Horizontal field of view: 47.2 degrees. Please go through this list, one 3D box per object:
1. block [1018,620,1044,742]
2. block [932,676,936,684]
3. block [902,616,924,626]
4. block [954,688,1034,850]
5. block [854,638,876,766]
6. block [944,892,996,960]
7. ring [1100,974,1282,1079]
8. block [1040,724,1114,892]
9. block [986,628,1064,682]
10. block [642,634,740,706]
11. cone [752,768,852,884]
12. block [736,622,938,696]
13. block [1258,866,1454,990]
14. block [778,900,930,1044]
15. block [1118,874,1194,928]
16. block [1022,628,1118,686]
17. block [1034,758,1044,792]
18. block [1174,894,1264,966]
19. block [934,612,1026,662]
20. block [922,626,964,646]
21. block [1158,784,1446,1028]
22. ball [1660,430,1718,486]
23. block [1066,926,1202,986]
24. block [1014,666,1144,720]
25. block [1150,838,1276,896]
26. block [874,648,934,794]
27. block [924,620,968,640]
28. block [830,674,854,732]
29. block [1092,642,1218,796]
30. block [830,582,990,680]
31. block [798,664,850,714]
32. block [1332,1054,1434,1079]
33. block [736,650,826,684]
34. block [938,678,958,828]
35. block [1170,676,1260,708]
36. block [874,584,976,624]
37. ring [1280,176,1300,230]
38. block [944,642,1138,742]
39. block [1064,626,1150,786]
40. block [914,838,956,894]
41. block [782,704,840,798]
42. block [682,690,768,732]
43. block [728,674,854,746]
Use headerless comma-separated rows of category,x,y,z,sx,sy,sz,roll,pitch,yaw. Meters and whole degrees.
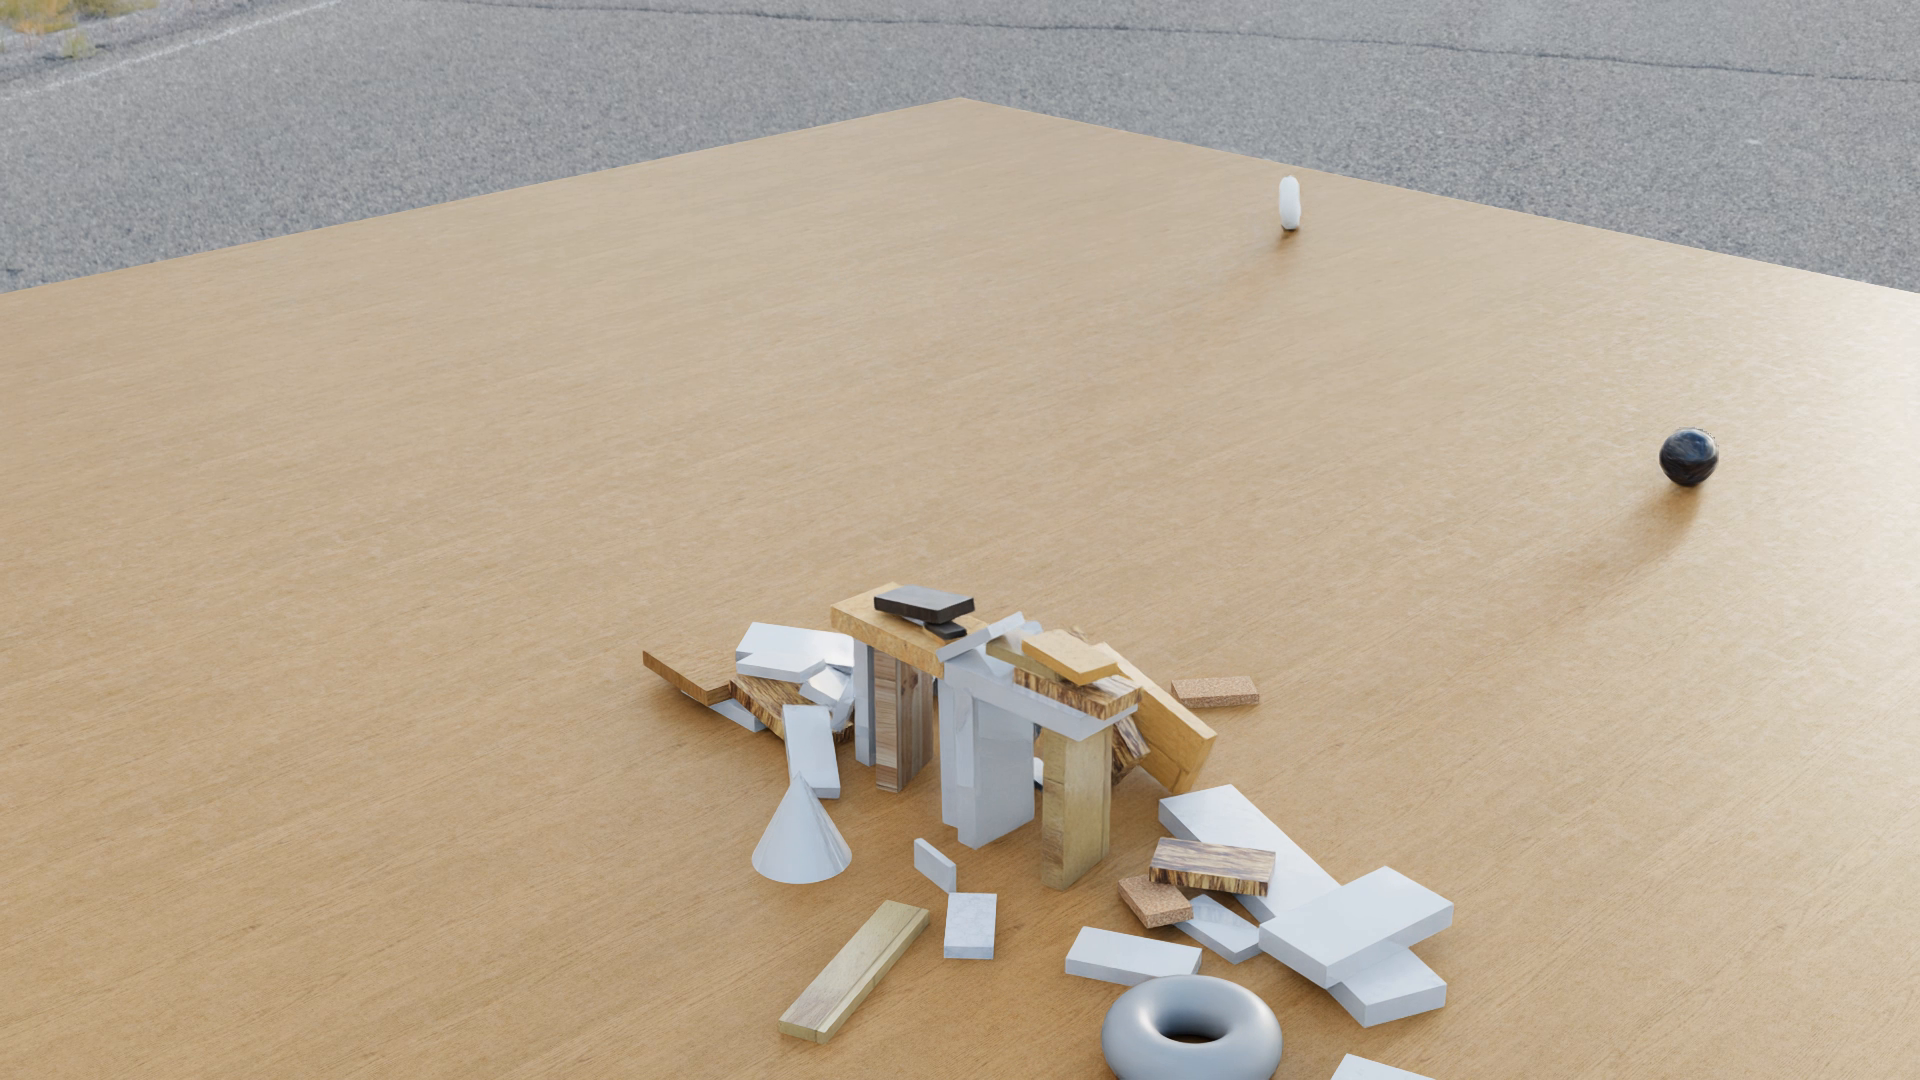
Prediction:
block,0.130,0.319,4.571,0.043,0.306,0.153,-11,57,-26
block,-0.126,0.271,4.914,0.155,0.044,0.310,8,25,10
block,-0.074,0.151,4.369,0.047,0.013,0.094,-15,18,-28
block,0.070,0.421,4.330,0.048,0.340,0.170,19,30,41
block,-0.149,0.309,4.636,0.155,0.310,0.044,-20,30,-39
block,0.020,0.710,4.054,0.090,0.025,0.179,1,23,3
ring,0.387,0.833,3.670,0.303,0.101,0.303,-1,22,0
block,0.224,0.480,4.193,0.048,0.340,0.170,15,27,32
block,0.144,0.215,4.145,0.177,0.025,0.089,19,29,37
block,-0.584,0.290,4.931,0.133,0.038,0.266,-18,29,-35
cone,-0.309,0.530,4.262,0.196,0.196,0.196,0,23,0
block,-0.192,0.278,4.998,0.616,0.044,0.155,7,24,7
block,0.712,0.692,3.951,0.328,0.047,0.164,-17,28,-34
block,-0.183,0.765,3.925,0.090,0.025,0.417,10,25,22
block,0.363,0.670,4.101,0.090,0.025,0.180,-10,14,-11
block,0.203,0.216,4.078,0.089,0.025,0.177,-15,27,-32
block,0.169,0.491,4.581,0.060,0.017,0.120,-14,27,-30
block,0.476,0.715,4.043,0.090,0.025,0.180,-16,28,-34
block,0.038,0.185,4.180,0.089,0.025,0.178,-24,-2,-39
block,-0.032,0.185,4.314,0.047,0.013,0.094,-14,26,-29
block,0.623,0.668,4.127,0.164,0.047,0.765,-9,25,-21
ball,2.022,-0.229,6.102,0.156,0.156,0.156,0,23,0
block,0.312,0.755,3.942,0.222,0.031,0.111,8,24,18
block,0.219,0.268,4.095,0.222,0.031,0.111,21,31,39
block,0.477,0.616,4.151,0.222,0.031,0.111,5,24,15
block,-0.115,0.332,4.543,0.048,0.339,0.170,10,25,23
block,-0.028,0.173,4.288,0.047,0.013,0.094,-12,17,-24
block,-0.221,0.309,4.694,0.028,0.097,0.194,24,46,3
block,0.374,0.371,4.561,0.324,0.153,0.043,39,33,29
block,-0.086,0.179,4.407,0.170,0.048,0.339,-20,30,-39
block,-0.280,0.329,4.831,0.102,0.029,0.203,29,12,6
block,0.704,0.901,3.604,0.179,0.025,0.090,12,26,26
block,-0.392,0.276,4.808,0.179,0.025,0.090,6,21,34
block,0.032,0.390,4.406,0.048,0.339,0.170,15,27,36
block,0.570,0.341,4.925,0.180,0.026,0.090,-3,23,-7
block,-0.072,0.127,4.377,0.097,0.028,0.194,-19,19,-39
ring,1.293,-1.319,8.613,0.070,0.210,0.210,-2,22,13
block,0.152,0.276,4.175,0.340,0.048,0.170,20,30,39
block,0.269,0.346,4.545,0.043,0.153,0.306,-16,68,-33
block,-0.048,0.624,4.213,0.017,0.060,0.120,-15,27,-31
block,-0.314,0.441,4.608,0.097,0.028,0.278,3,32,-12
block,-0.488,0.345,4.899,0.133,0.038,0.266,-20,30,-39
block,-0.368,0.366,4.775,0.133,0.038,0.266,-20,43,-39
